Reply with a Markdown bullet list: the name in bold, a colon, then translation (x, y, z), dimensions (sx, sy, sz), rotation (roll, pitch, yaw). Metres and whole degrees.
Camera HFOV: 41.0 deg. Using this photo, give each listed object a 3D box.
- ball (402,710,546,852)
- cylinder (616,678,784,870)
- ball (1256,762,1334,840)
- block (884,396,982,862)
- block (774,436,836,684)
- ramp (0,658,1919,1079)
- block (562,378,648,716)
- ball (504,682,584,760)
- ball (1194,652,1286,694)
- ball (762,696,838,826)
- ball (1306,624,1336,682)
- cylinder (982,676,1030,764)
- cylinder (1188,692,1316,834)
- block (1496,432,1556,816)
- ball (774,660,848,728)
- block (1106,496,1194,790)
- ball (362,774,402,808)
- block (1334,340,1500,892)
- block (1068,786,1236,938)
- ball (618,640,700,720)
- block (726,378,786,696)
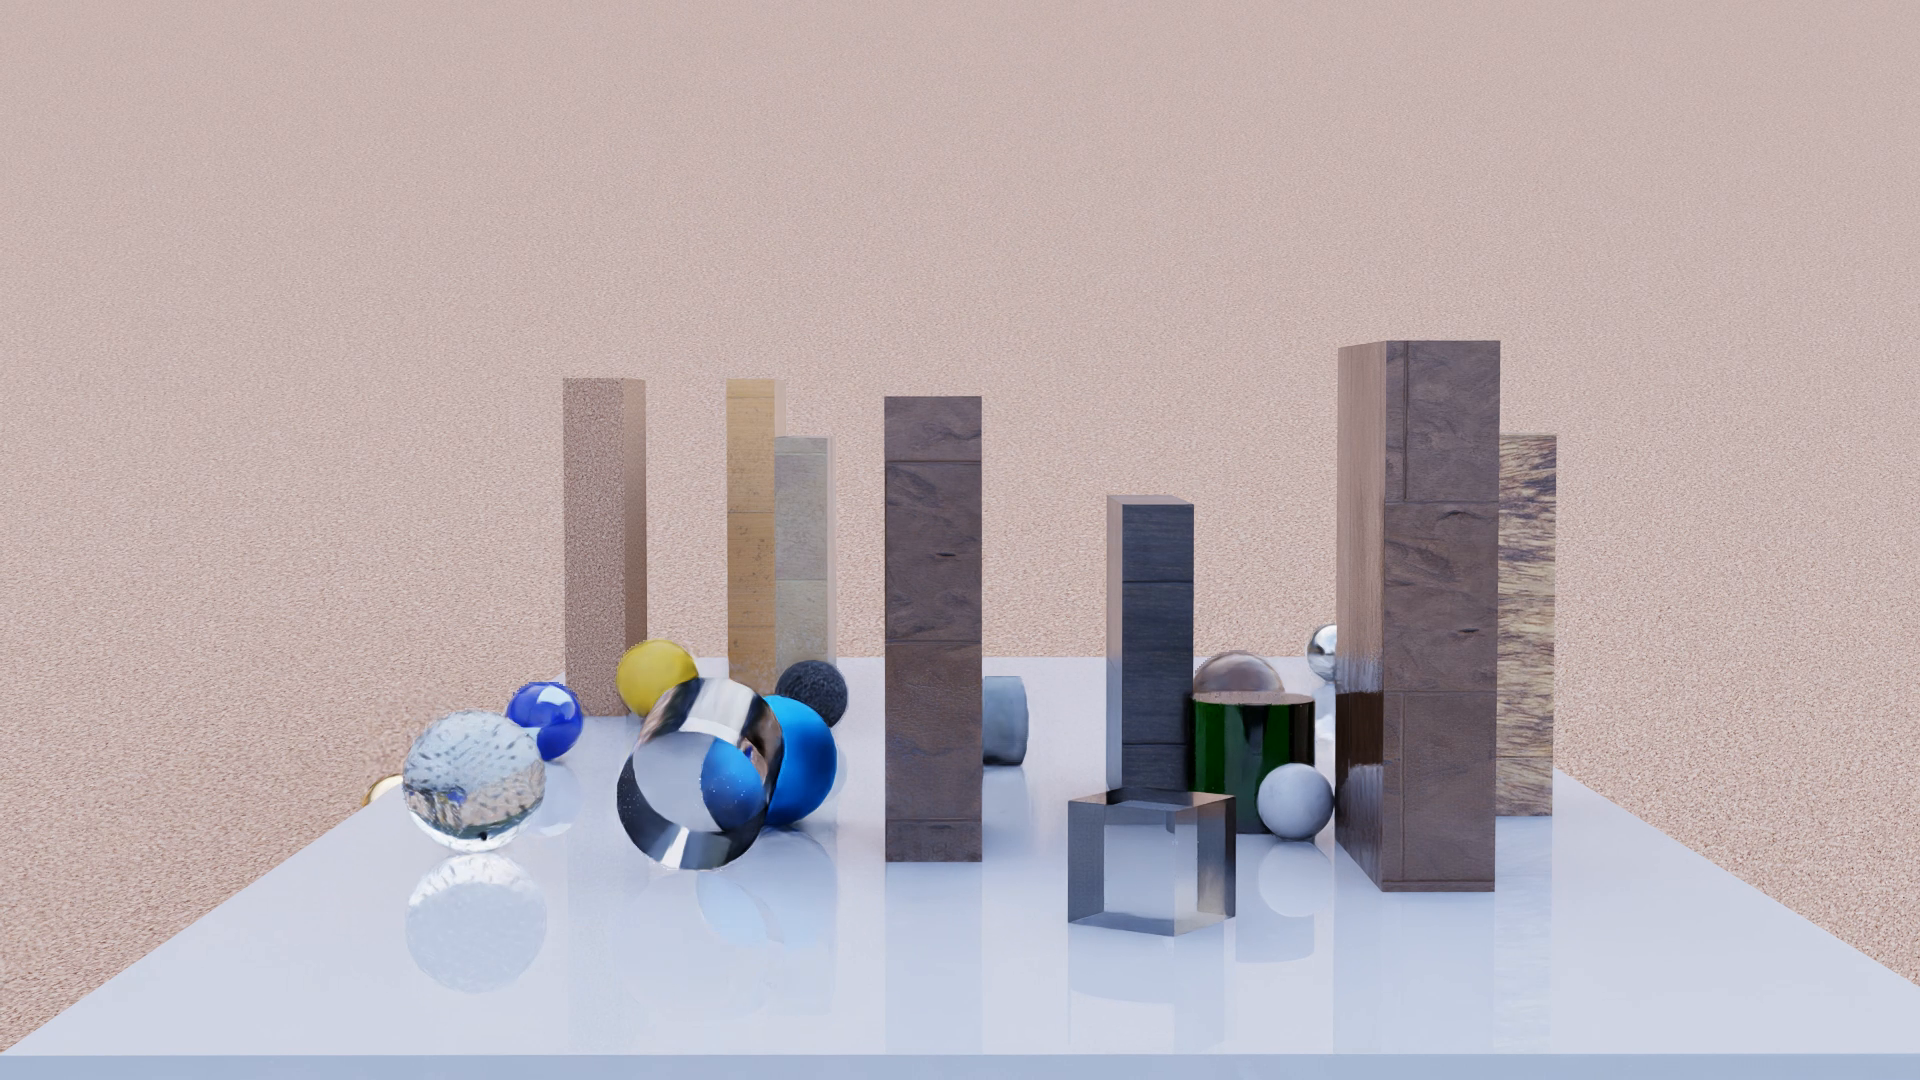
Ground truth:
- **ball**: translation (-0.696, 0.345, 3.683), dimensions (0.203, 0.203, 0.203), rotation (0, 22, 0)
- **cylinder**: translation (-0.361, 0.325, 3.599), dimensions (0.207, 0.207, 0.207), rotation (1, 18, 3)
- **ball**: translation (0.493, 0.385, 3.778), dimensions (0.113, 0.113, 0.113), rotation (0, 22, 0)
- **block**: translation (-0.037, 0.118, 3.739), dimensions (0.135, 0.651, 0.315), rotation (0, 3, 0)
- **block**: translation (-0.314, 0.076, 5.272), dimensions (0.103, 0.575, 0.386), rotation (0, 3, 0)
- **ramp**: translation (0.050, 0.452, 4.532), dimensions (2.000, 0.100, 4.000), rotation (0, 3, 0)
- **block**: translation (-0.750, 0.006, 5.458), dimensions (0.124, 0.695, 0.372), rotation (0, 3, 0)
- **ball**: translation (-0.750, 0.327, 4.636), dimensions (0.140, 0.140, 0.140), rotation (0, 22, 0)
- **ball**: translation (0.515, 0.299, 4.779), dimensions (0.181, 0.181, 0.181), rotation (0, 22, 0)
- **ball**: translation (-0.285, 0.336, 3.915), dimensions (0.197, 0.197, 0.197), rotation (0, 22, 0)
- **ball**: translation (0.867, 0.260, 5.927), dimensions (0.137, 0.137, 0.137), rotation (0, 22, 0)
- **cylinder**: translation (0.031, 0.323, 4.578), dimensions (0.153, 0.153, 0.153), rotation (-4, 22, -11)
- **cylinder**: translation (0.445, 0.337, 3.921), dimensions (0.193, 0.193, 0.193), rotation (0, 3, 0)
- **block**: translation (0.849, 0.126, 4.105), dimensions (0.145, 0.595, 0.247), rotation (0, 3, 0)
- **ball**: translation (-0.290, 0.305, 5.019), dimensions (0.143, 0.143, 0.143), rotation (0, 22, 0)
- **block**: translation (0.304, 0.178, 4.163), dimensions (0.110, 0.487, 0.409), rotation (0, 3, 0)
- **ball**: translation (-1.140, 0.549, 5.224), dimensions (0.148, 0.148, 0.148), rotation (0, 22, 0)
- **block**: translation (0.628, 0.091, 3.568), dimensions (0.148, 0.722, 0.423), rotation (0, 3, 0)
- **block**: translation (0.239, 0.396, 3.191), dimensions (0.152, 0.152, 0.152), rotation (2, 4, 35)
- **ball**: translation (-0.611, 0.285, 5.211), dimensions (0.164, 0.164, 0.164), rotation (0, 22, 0)
- **block**: translation (-0.457, -0.013, 5.817), dimensions (0.105, 0.697, 0.385), rotation (0, 3, 0)
